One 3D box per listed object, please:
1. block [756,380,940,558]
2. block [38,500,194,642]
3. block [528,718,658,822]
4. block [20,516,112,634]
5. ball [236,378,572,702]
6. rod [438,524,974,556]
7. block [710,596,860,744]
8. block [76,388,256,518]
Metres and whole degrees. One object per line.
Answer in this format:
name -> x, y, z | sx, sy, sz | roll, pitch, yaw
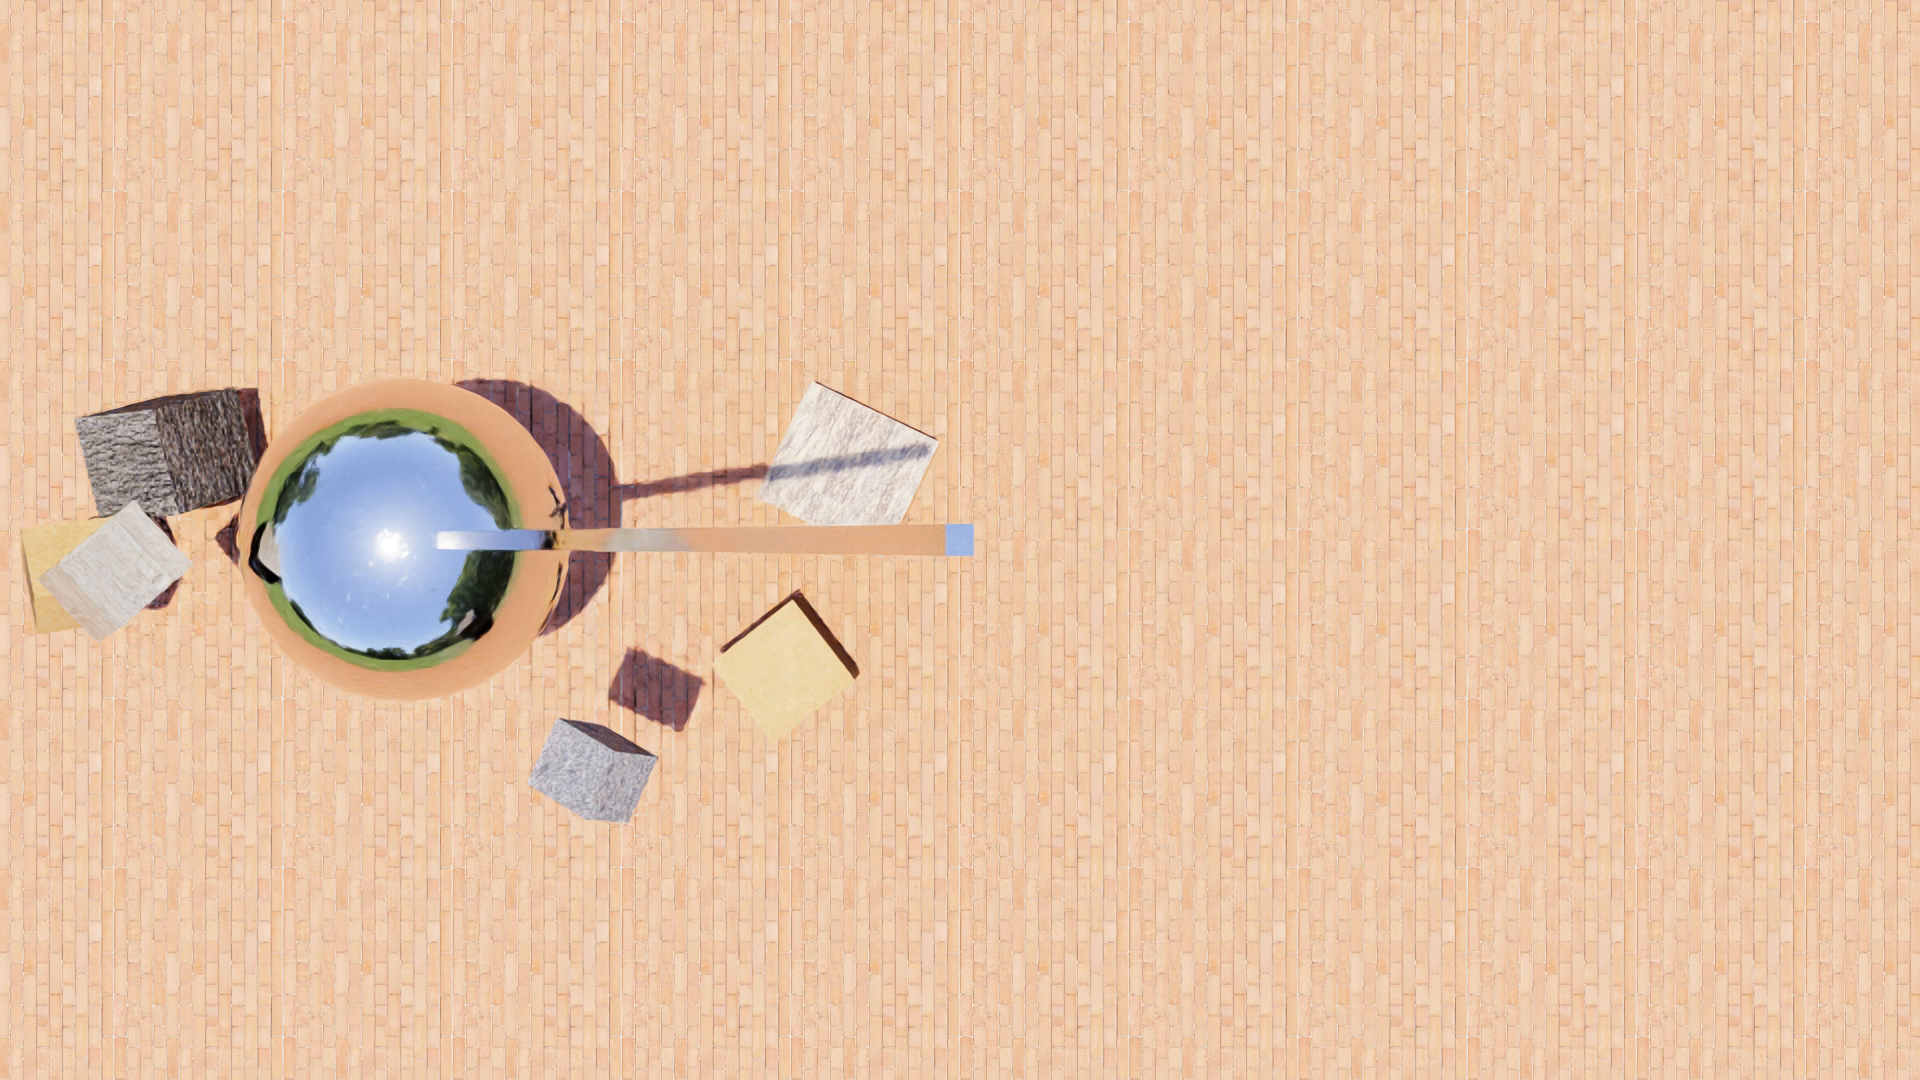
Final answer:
block -> -0.633, -0.396, 12.674 | 0.798, 0.651, 0.725 | 25, 90, 0
block -> -3.979, 0.151, 10.359 | 0.403, 0.389, 0.464 | 51, 56, -14
block -> -1.724, 1.082, 10.325 | 0.372, 0.358, 0.342 | 26, 92, 28
block -> -4.889, 0.195, 12.148 | 0.473, 0.406, 0.442 | -9, 62, -26
ball -> -2.728, 0.000, 10.849 | 1.600, 1.600, 1.600 | 0, 90, 0
rod -> -1.182, 0.000, 7.821 | 0.080, 5.200, 0.080 | 0, 90, -27
block -> -0.994, 0.739, 12.669 | 0.584, 0.662, 0.571 | -38, 90, 0
block -> -4.504, -0.489, 12.521 | 0.616, 0.637, 0.595 | -4, 103, 28
